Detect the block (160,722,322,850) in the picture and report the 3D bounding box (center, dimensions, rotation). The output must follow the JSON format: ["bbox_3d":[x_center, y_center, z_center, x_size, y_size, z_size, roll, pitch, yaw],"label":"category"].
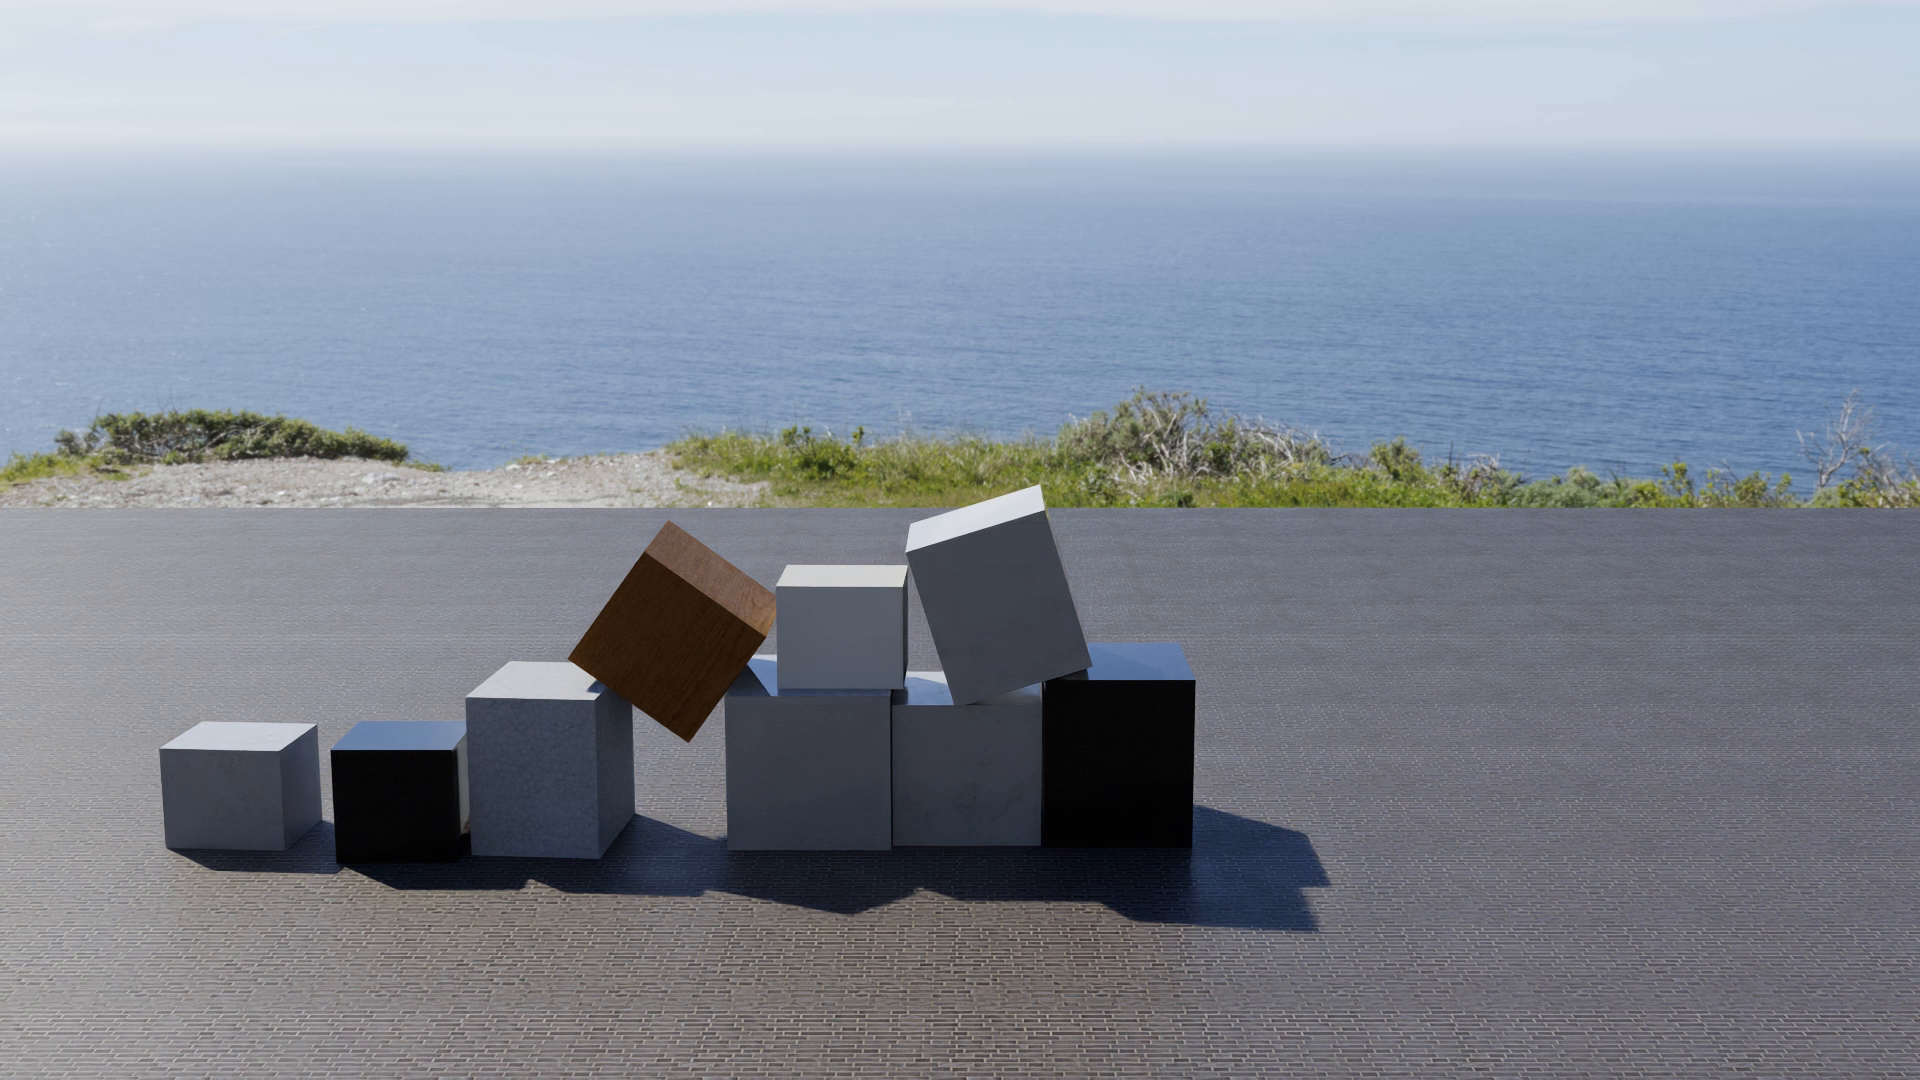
[{"bbox_3d":[-3.665,1.251,11.238,0.615,0.517,0.519,1,10,4],"label":"block"}]

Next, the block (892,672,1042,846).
[{"bbox_3d":[0.034,1.120,11.368,0.746,0.730,0.701,0,10,0],"label":"block"}]

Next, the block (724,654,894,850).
[{"bbox_3d":[-0.754,1.084,11.384,0.819,0.794,0.889,0,10,0],"label":"block"}]

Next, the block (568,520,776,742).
[{"bbox_3d":[-1.448,0.456,11.301,0.737,0.685,0.745,36,11,-6],"label":"block"}]

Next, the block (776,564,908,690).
[{"bbox_3d":[-0.594,0.439,11.251,0.632,0.524,0.557,0,10,1],"label":"block"}]

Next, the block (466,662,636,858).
[{"bbox_3d":[-2.073,1.107,11.211,0.648,0.810,0.756,1,10,5],"label":"block"}]

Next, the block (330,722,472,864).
[{"bbox_3d":[-2.773,1.259,11.033,0.593,0.576,0.535,0,10,0],"label":"block"}]

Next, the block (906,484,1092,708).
[{"bbox_3d":[0.198,0.271,11.213,0.712,0.822,0.808,-17,10,3],"label":"block"}]

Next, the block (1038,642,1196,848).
[{"bbox_3d":[0.794,1.047,11.386,0.746,0.866,0.822,0,10,0],"label":"block"}]
